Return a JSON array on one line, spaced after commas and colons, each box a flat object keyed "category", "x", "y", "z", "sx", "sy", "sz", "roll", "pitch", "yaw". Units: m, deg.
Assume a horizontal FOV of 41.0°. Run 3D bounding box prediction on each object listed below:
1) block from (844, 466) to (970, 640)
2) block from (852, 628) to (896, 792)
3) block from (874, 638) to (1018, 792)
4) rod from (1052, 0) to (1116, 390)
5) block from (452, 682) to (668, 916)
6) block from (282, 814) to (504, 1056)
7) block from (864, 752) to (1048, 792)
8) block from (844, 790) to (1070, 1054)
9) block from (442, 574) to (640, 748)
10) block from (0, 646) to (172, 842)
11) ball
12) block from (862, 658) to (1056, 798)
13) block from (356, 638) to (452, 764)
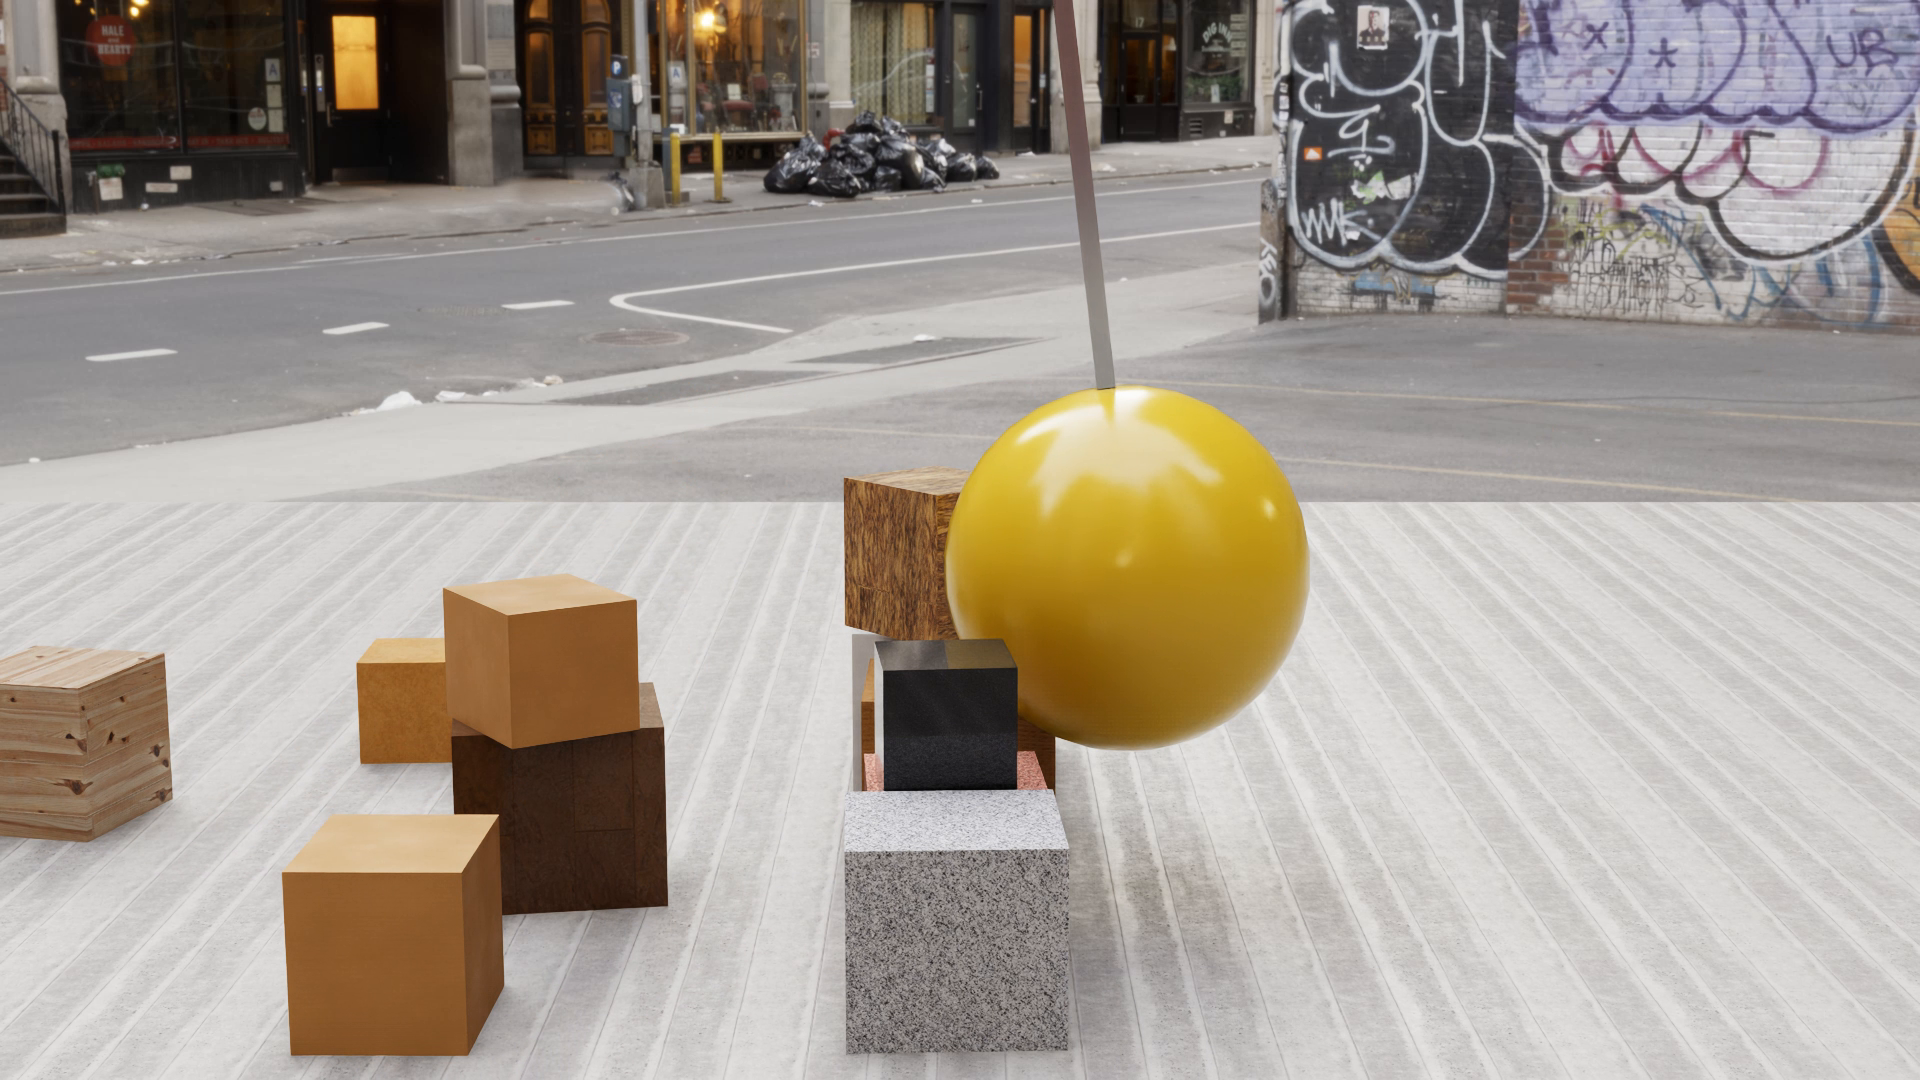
[{"category": "block", "x": -0.109, "y": 0.072, "z": 12.584, "sx": 0.605, "sy": 0.743, "sz": 0.716, "roll": -9, "pitch": 13, "yaw": -40}, {"category": "block", "x": -0.013, "y": 0.777, "z": 13.039, "sx": 0.968, "sy": 0.806, "sz": 0.945, "roll": 1, "pitch": 10, "yaw": 4}, {"category": "block", "x": -0.062, "y": 0.719, "z": 10.201, "sx": 0.522, "sy": 0.543, "sz": 0.520, "roll": -1, "pitch": 10, "yaw": -5}, {"category": "rod", "x": 0.315, "y": -3.199, "z": 10.599, "sx": 0.080, "sy": 5.200, "sz": 0.080, "roll": -7, "pitch": 10, "yaw": 1}, {"category": "block", "x": -1.754, "y": 1.118, "z": 11.217, "sx": 0.883, "sy": 0.788, "sz": 0.828, "roll": -2, "pitch": 10, "yaw": -10}, {"category": "block", "x": -2.101, "y": 1.463, "z": 9.590, "sx": 0.644, "sy": 0.691, "sz": 0.728, "roll": 0, "pitch": 10, "yaw": 0}, {"category": "block", "x": -0.020, "y": 1.305, "z": 10.443, "sx": 0.717, "sy": 0.697, "sz": 0.785, "roll": -1, "pitch": 10, "yaw": -4}, {"category": "block", "x": -0.026, "y": 1.417, "z": 9.640, "sx": 0.806, "sy": 0.763, "sz": 0.777, "roll": 0, "pitch": 10, "yaw": -2}, {"category": "block", "x": -1.775, "y": 0.499, "z": 10.857, "sx": 0.579, "sy": 0.558, "sz": 0.682, "roll": -7, "pitch": 12, "yaw": -33}, {"category": "block", "x": -4.291, "y": 0.959, "z": 12.242, "sx": 0.704, "sy": 0.733, "sz": 0.753, "roll": 2, "pitch": 11, "yaw": 13}, {"category": "ball", "x": 0.727, "y": 0.122, "z": 11.203, "sx": 1.600, "sy": 1.600, "sz": 1.600, "roll": 0, "pitch": 10, "yaw": 0}, {"category": "block", "x": -0.001, "y": 0.999, "z": 12.121, "sx": 0.883, "sy": 0.697, "sz": 0.867, "roll": 0, "pitch": 10, "yaw": 1}, {"category": "block", "x": -2.773, "y": 0.837, "z": 13.478, "sx": 0.662, "sy": 0.532, "sz": 0.583, "roll": 0, "pitch": 10, "yaw": -3}]
